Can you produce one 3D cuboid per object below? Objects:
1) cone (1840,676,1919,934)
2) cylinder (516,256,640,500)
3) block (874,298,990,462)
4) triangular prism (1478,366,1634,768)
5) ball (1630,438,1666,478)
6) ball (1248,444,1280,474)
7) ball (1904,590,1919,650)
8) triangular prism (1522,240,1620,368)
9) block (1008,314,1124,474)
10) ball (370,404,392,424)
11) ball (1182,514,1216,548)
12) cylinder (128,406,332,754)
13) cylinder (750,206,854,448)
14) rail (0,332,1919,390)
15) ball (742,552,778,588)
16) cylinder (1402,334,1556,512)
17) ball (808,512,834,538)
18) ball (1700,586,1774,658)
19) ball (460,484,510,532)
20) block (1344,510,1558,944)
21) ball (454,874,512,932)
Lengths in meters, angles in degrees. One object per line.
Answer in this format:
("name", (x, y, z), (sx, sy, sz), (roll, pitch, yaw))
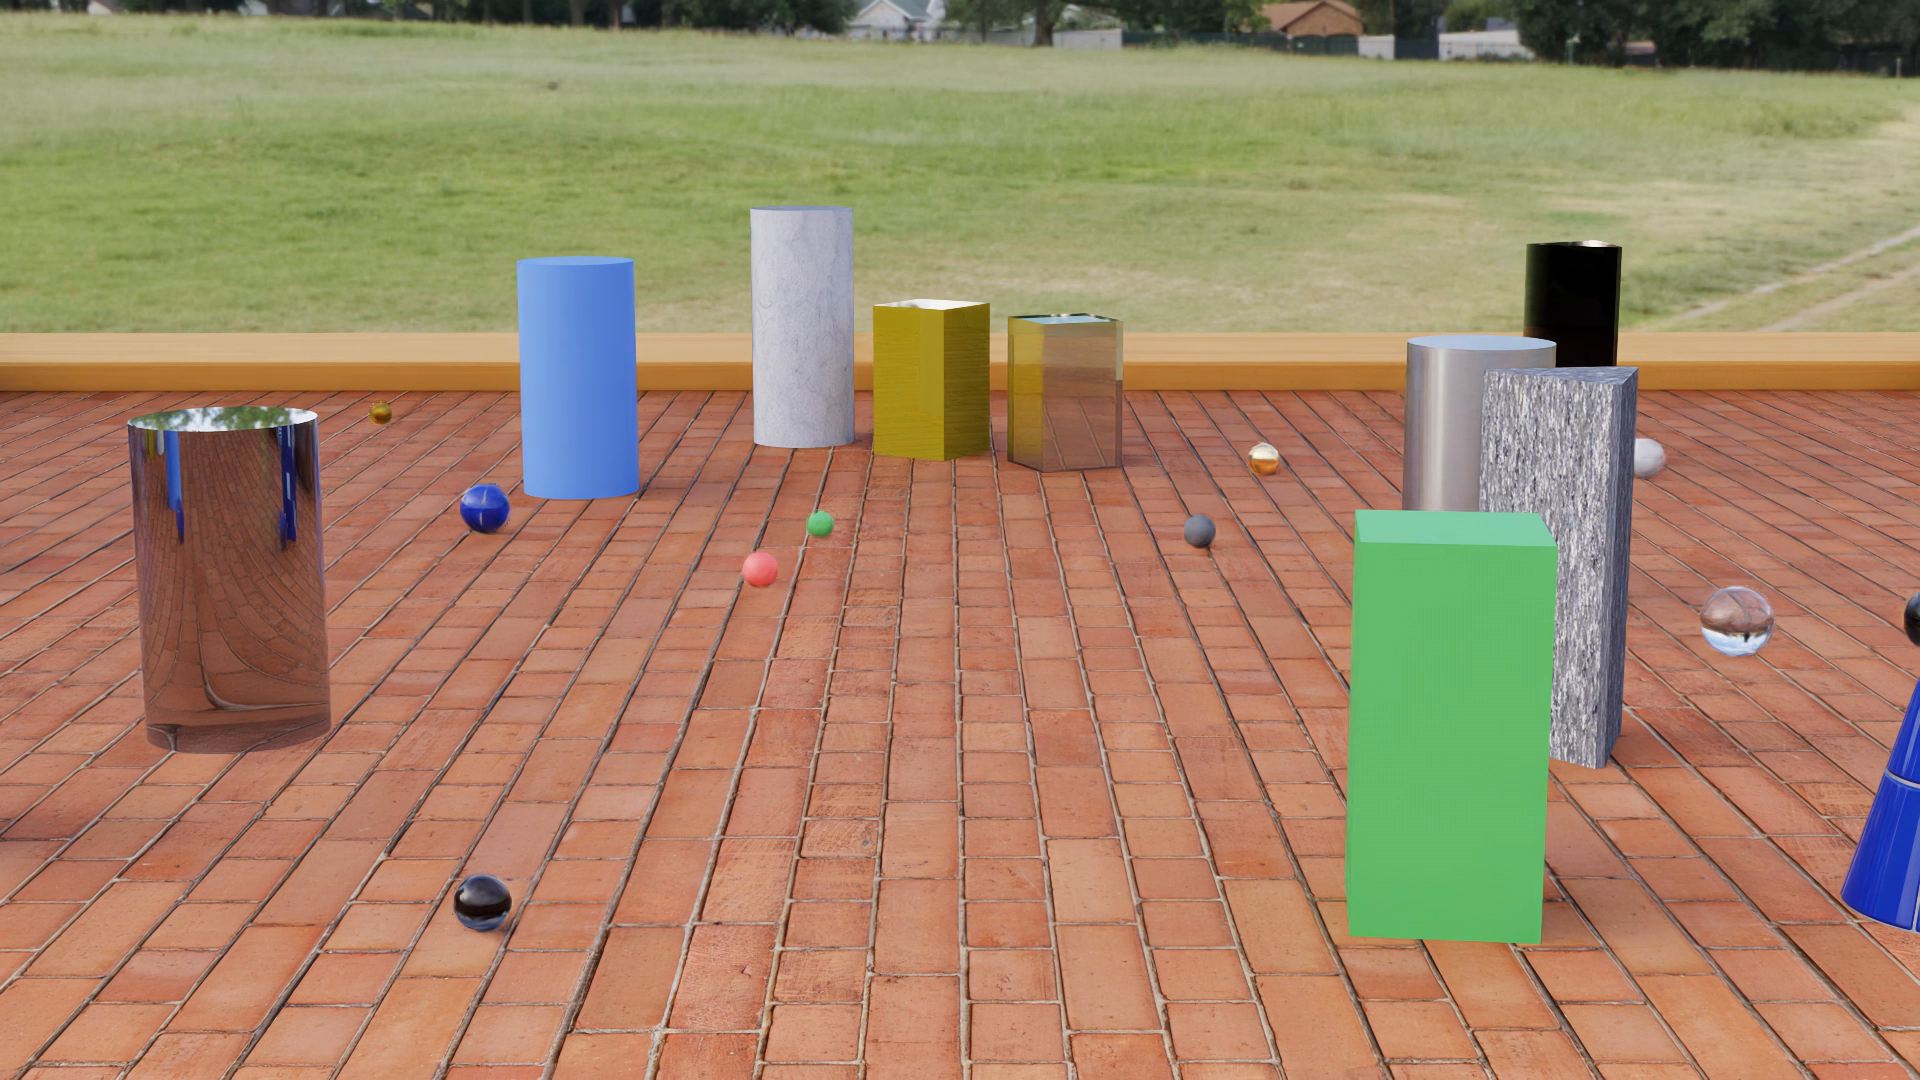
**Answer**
("cone", (0.878, 0.136, 2.220), (0.199, 0.377, 0.199), (0, 10, 0))
("cylinder", (-0.658, -0.282, 4.424), (0.199, 0.397, 0.199), (0, 10, 0))
("block", (-0.053, -0.306, 4.866), (0.159, 0.283, 0.159), (7, 12, 32))
("triangular prism", (0.673, 0.020, 2.766), (0.149, 0.405, 0.172), (-9, 14, -39))
("ball", (1.222, -0.146, 4.580), (0.072, 0.072, 0.072), (0, 10, 0))
("ball", (0.547, -0.146, 4.622), (0.057, 0.057, 0.057), (0, 10, 0))
("ball", (1.224, 0.100, 3.200), (0.090, 0.090, 0.090), (0, 10, 0))
("triangular prism", (1.143, -0.344, 4.731), (0.172, 0.406, 0.149), (6, 12, 29))
("block", (0.192, -0.272, 4.718), (0.159, 0.270, 0.159), (-4, 11, -23))
("ball", (-1.188, -0.259, 5.263), (0.045, 0.045, 0.045), (0, 10, 0))
("ball", (0.366, -0.013, 3.922), (0.051, 0.051, 0.051), (0, 10, 0))
("cylinder", (-0.799, 0.040, 2.815), (0.199, 0.349, 0.199), (0, 10, 0))
("cylinder", (-0.307, -0.419, 5.007), (0.199, 0.454, 0.199), (0, 10, 0))
("rail", (-0.014, -0.401, 5.796), (4.472, 0.129, 0.045), (0, 10, 0))
("ball", (-0.282, 0.042, 3.624), (0.050, 0.050, 0.050), (0, 10, 0))
("cylinder", (0.707, -0.093, 3.514), (0.199, 0.356, 0.199), (0, 10, 0))
("ball", (-0.218, -0.025, 4.008), (0.041, 0.041, 0.041), (0, 10, 0))
("ball", (0.967, 0.102, 3.196), (0.088, 0.088, 0.088), (0, 10, 0))
("ball", (-0.750, -0.050, 4.047), (0.077, 0.077, 0.077), (0, 10, 0))
("block", (0.419, 0.156, 2.211), (0.159, 0.340, 0.159), (1, 11, 7))
("ball", (-0.407, 0.309, 2.185), (0.049, 0.049, 0.049), (0, 10, 0))
